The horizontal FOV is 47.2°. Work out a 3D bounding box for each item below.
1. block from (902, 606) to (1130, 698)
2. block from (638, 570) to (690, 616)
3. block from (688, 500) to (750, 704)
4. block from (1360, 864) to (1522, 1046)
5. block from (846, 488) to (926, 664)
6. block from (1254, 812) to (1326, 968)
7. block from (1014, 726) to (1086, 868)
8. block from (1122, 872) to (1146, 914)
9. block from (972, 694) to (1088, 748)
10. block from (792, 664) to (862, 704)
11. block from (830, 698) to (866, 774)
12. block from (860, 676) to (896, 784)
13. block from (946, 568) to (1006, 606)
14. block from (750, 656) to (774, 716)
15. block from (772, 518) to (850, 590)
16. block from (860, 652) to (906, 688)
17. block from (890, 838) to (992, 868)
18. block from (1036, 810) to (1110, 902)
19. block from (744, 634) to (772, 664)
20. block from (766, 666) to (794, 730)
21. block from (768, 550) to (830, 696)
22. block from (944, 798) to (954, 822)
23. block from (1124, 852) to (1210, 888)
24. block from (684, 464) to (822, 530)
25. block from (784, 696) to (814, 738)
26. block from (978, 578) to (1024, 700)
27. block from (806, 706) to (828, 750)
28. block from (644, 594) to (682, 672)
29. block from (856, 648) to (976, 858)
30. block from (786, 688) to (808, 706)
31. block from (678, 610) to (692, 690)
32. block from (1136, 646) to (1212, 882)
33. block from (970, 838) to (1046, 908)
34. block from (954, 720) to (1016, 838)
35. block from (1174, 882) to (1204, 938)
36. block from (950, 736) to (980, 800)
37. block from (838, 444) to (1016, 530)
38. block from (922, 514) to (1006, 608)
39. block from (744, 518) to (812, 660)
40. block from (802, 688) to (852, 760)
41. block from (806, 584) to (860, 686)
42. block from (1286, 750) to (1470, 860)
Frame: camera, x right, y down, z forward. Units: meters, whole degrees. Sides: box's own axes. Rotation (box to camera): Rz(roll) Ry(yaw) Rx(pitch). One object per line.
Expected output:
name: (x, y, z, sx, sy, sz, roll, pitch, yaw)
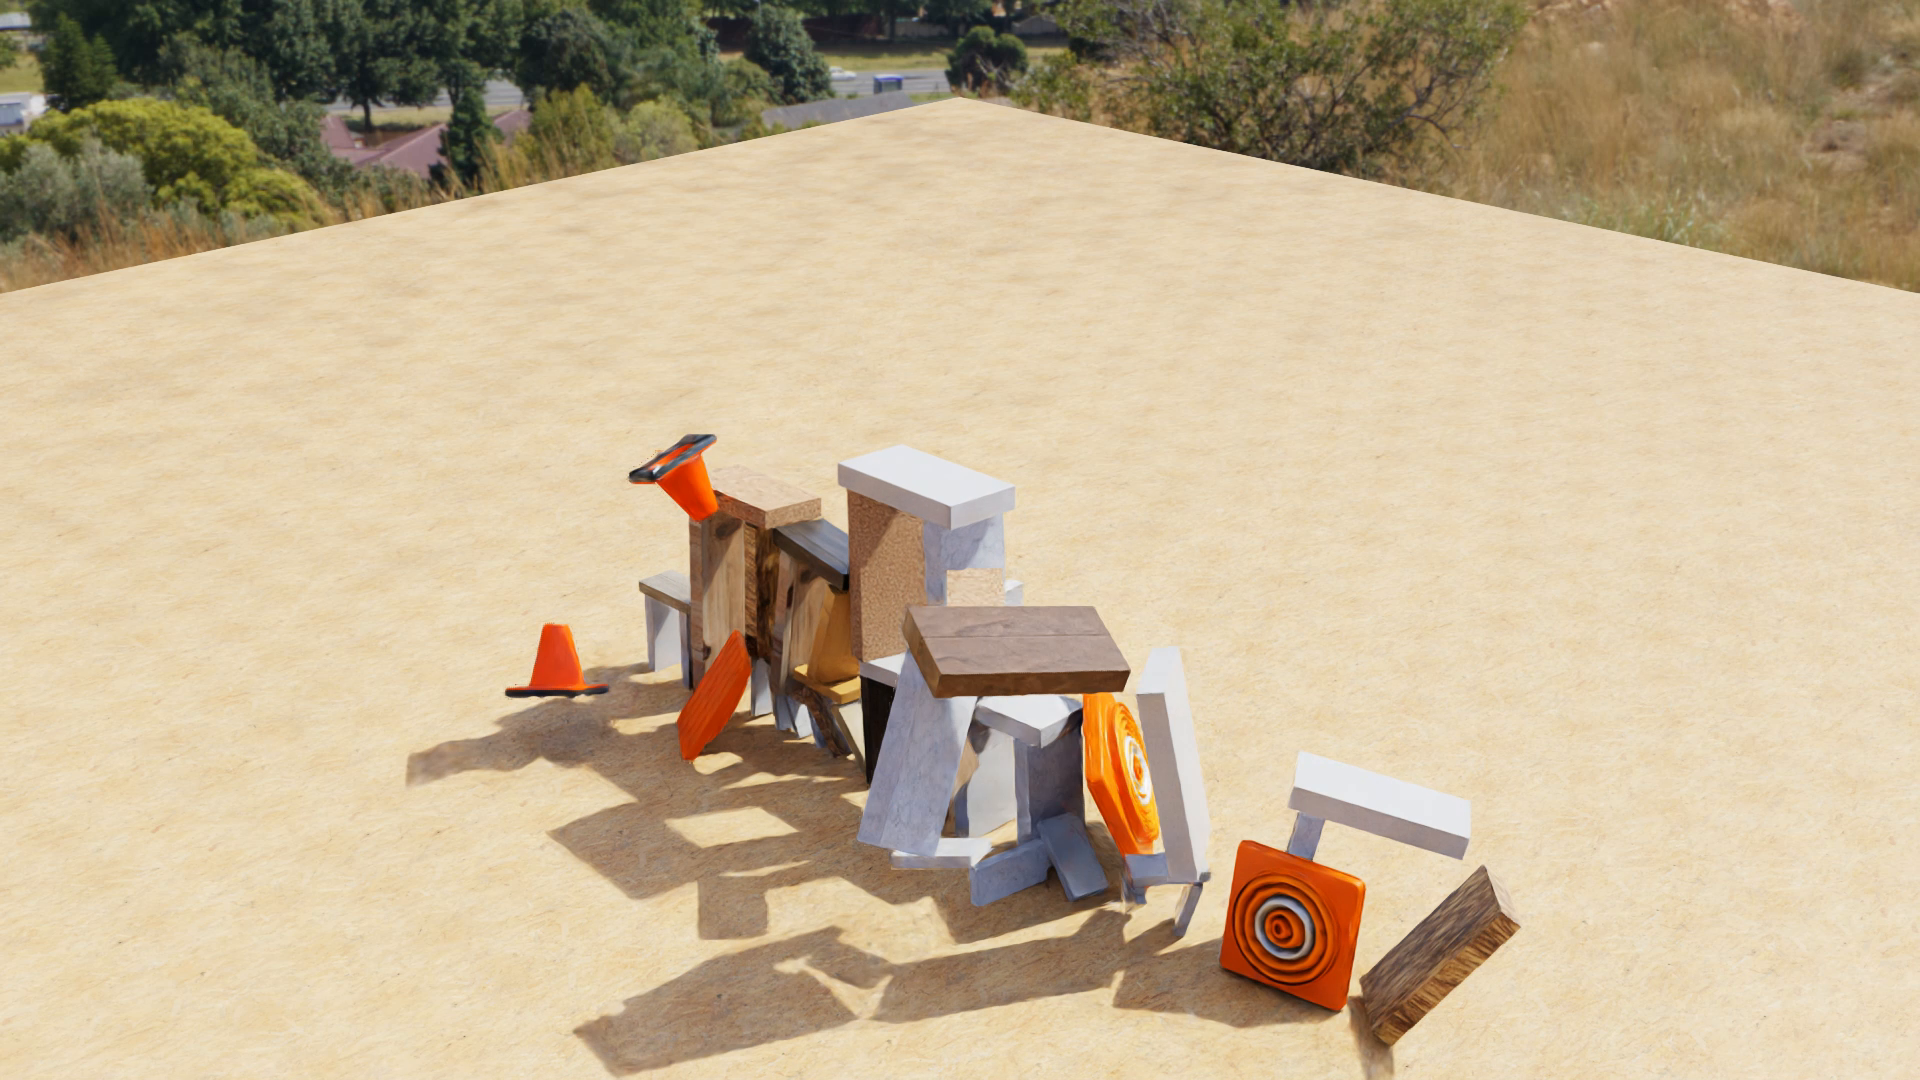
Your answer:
block: (0.095, 0.187, 3.739, 0.353, 0.050, 0.176, 0, 37, -24)
block: (-0.630, 0.118, 4.966, 0.188, 0.027, 0.094, 21, 31, 41)
block: (-0.525, 0.124, 4.867, 0.042, 0.461, 0.148, 18, 26, 41)
block: (0.815, 0.707, 3.751, 0.044, 0.310, 0.155, 37, 19, -13)
block: (-0.139, 0.051, 4.449, 0.167, 0.376, 0.047, -12, 23, -29)
block: (0.599, 0.594, 3.943, 0.044, 0.311, 0.155, 17, 21, 9)
block: (0.174, 0.492, 4.242, 0.139, 0.279, 0.040, -18, 25, -36)
block: (0.320, 0.642, 4.046, 0.020, 0.071, 0.142, -3, -16, -4)
block: (0.095, 0.315, 4.246, 0.279, 0.040, 0.139, 20, 30, 39)
block: (-0.273, 0.300, 4.662, 0.080, 0.023, 0.159, -17, 30, -41)
block: (-0.206, 0.405, 4.623, 0.080, 0.159, 0.023, -22, -7, -47)
block: (-0.139, 0.382, 4.547, 0.121, 0.242, 0.034, -12, 21, -27)
block: (0.030, 0.119, 4.085, 0.107, 0.030, 0.213, -2, 28, -1)
block: (-0.425, 0.310, 4.835, 0.072, 0.144, 0.020, -10, 19, -37)
block: (-0.264, 0.028, 4.556, 0.127, 0.036, 0.254, -11, 29, -37)
block: (-0.075, 0.269, 4.444, 0.242, 0.034, 0.121, 17, 26, 41)
block: (-0.033, 0.560, 3.941, 0.162, 0.023, 0.081, -4, 15, 28)
block: (0.215, 0.601, 4.187, 0.081, 0.023, 0.162, -12, 65, -28)
block: (-0.404, 0.238, 4.790, 0.072, 0.020, 0.144, -13, 30, -34)
block: (-0.374, 0.336, 4.783, 0.072, 0.144, 0.020, -13, 11, -27)
block: (-0.333, 0.165, 4.683, 0.127, 0.328, 0.036, -12, 29, -39)
block: (-0.008, 0.437, 4.420, 0.034, 0.242, 0.121, 21, 31, 41)
block: (0.372, 0.590, 3.952, 0.142, 0.020, 0.071, -3, 26, -6)
block: (-0.449, -0.095, 4.733, 0.148, 0.042, 0.297, -15, 25, -39)
block: (-0.344, 0.377, 4.758, 0.047, 0.095, 0.013, -18, 1, -36)
block: (0.073, 0.190, 4.211, 0.107, 0.213, 0.030, -23, 34, -38)
block: (-0.295, 0.395, 4.709, 0.047, 0.095, 0.013, -21, 11, -40)
block: (-0.674, 0.200, 5.049, 0.027, 0.188, 0.094, 21, 31, 41)
block: (-0.066, 0.368, 3.834, 0.050, 0.353, 0.176, 10, -8, 34)
block: (-0.340, 0.330, 4.731, 0.047, 0.013, 0.094, -13, 24, -37)
block: (-0.586, 0.234, 4.967, 0.027, 0.188, 0.094, 21, 31, 41)
block: (0.380, 0.397, 3.894, 0.050, 0.375, 0.176, -5, 22, 17)
block: (0.092, 0.630, 4.166, 0.162, 0.081, 0.023, -17, 26, -32)
block: (0.046, 0.442, 4.358, 0.139, 0.279, 0.040, -21, 26, -40)
block: (0.420, 0.653, 4.021, 0.020, 0.142, 0.071, 14, 40, 0)
block: (-0.039, 0.365, 3.952, 0.030, 0.213, 0.107, 15, 50, 39)
block: (-0.067, -0.105, 4.265, 0.167, 0.047, 0.334, -18, 28, -39)
block: (0.013, 0.101, 4.268, 0.167, 0.334, 0.047, -20, 27, -39)
block: (-0.388, 0.095, 4.714, 0.149, 0.297, 0.042, -15, 26, -37)
block: (-0.269, 0.379, 4.682, 0.023, 0.159, 0.080, -29, -3, 42)
block: (-0.235, 0.188, 4.577, 0.127, 0.254, 0.036, -10, 45, -29)
block: (0.736, 0.464, 3.862, 0.311, 0.044, 0.155, 16, 21, 7)
